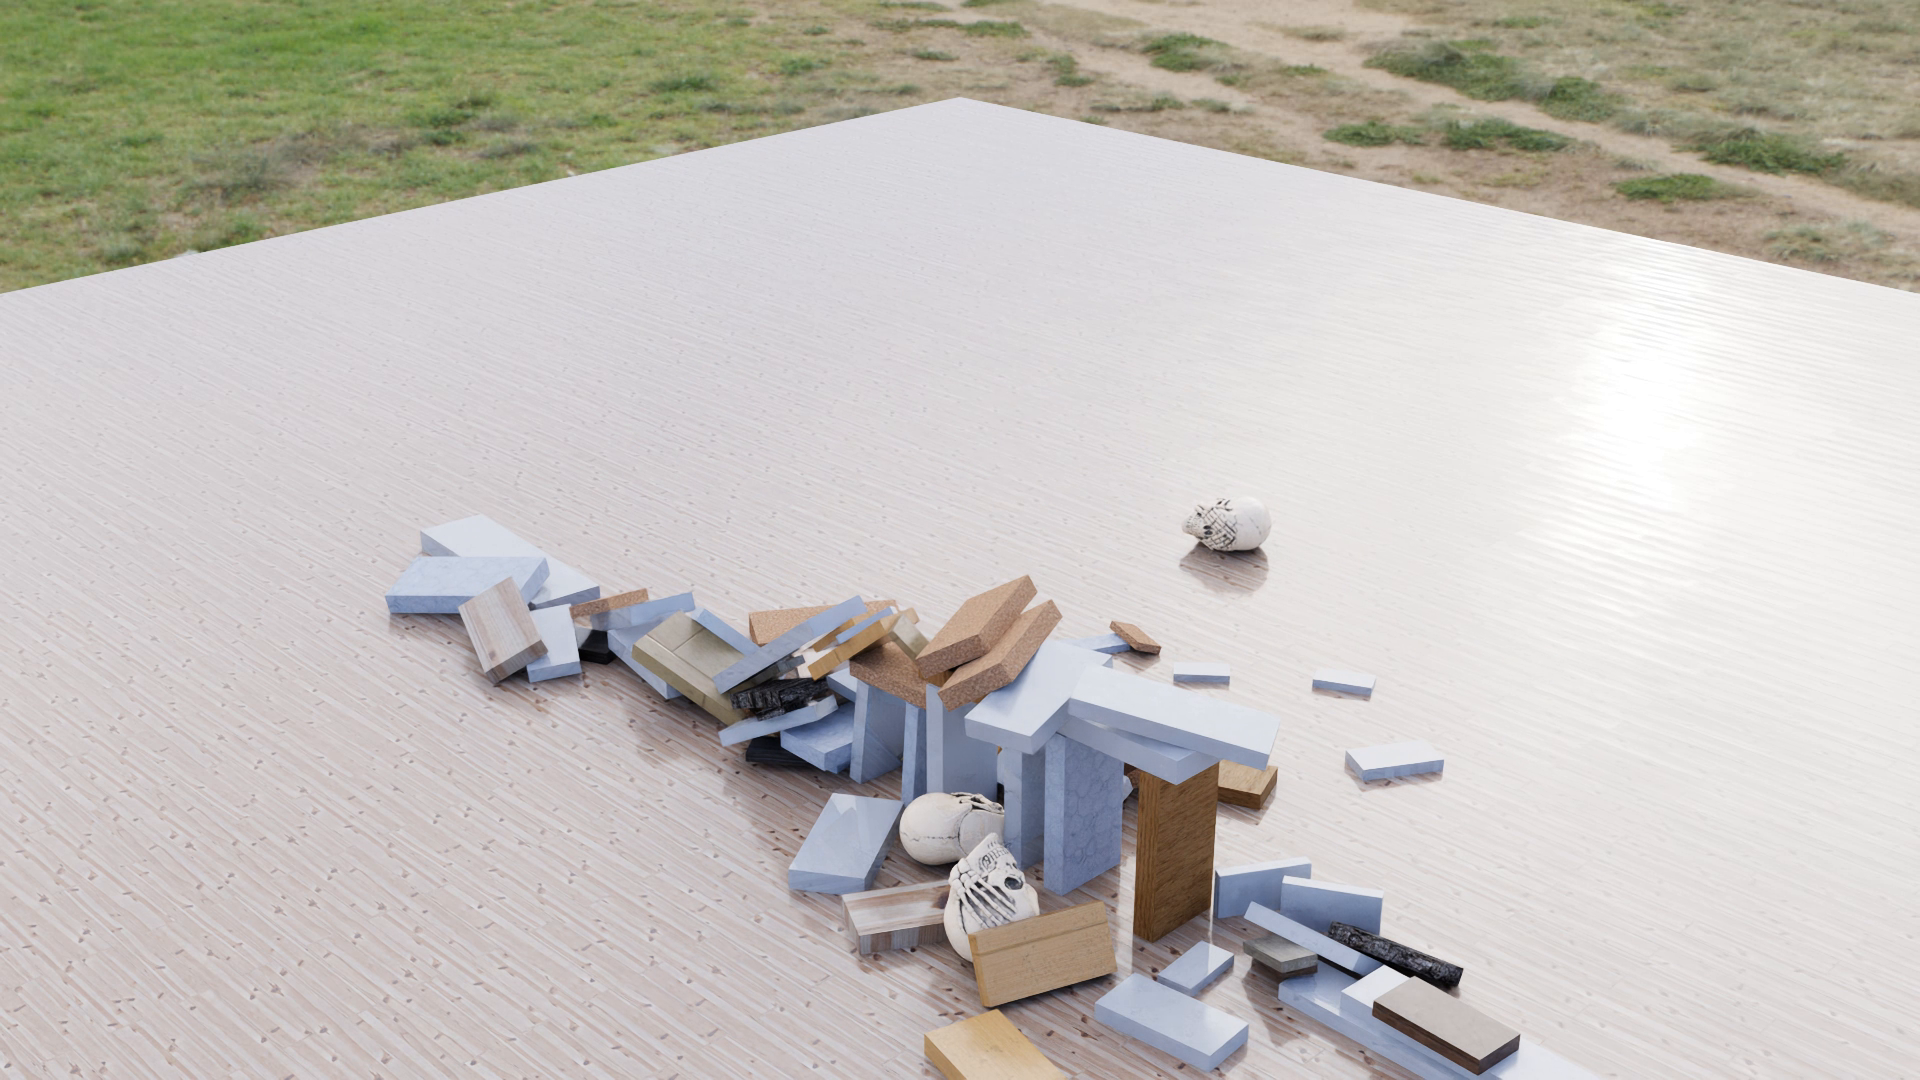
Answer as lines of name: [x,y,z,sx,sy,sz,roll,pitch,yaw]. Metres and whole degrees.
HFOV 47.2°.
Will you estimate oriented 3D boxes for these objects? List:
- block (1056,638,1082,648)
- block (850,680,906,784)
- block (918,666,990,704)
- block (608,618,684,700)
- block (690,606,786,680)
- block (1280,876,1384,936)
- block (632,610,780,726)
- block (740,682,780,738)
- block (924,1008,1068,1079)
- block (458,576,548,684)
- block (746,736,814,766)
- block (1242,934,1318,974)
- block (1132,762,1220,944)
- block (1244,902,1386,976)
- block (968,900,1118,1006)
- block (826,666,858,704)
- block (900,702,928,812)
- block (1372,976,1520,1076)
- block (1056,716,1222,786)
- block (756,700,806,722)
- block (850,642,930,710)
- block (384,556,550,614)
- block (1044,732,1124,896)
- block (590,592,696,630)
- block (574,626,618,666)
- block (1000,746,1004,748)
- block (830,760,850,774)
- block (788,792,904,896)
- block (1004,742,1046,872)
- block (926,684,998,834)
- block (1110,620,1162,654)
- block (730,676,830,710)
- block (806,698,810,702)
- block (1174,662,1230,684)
block: [0.132,0.281,4.974,0.293,0.042,0.147,-9,12,-7]
block: [-0.164,0.378,4.556,0.121,0.242,0.034,-20,38,-39]
block: [0.087,0.271,4.259,0.315,0.045,0.157,21,30,40]
block: [-0.665,0.264,5.006,0.155,0.044,0.310,-14,27,-30]
block: [-0.495,0.231,4.945,0.237,0.034,0.118,36,-7,-12]
block: [0.684,0.677,4.047,0.183,0.091,0.026,7,24,15]
block: [-0.556,0.288,4.859,0.310,0.044,0.155,33,44,18]
block: [-0.409,0.379,4.757,0.076,0.022,0.152,-25,57,-38]
block: [0.073,0.884,3.626,0.143,0.041,0.286,-13,26,-27]
block: [-1.060,0.206,5.095,0.144,0.041,0.289,-31,38,-6]
block: [-0.368,0.444,4.631,0.152,0.022,0.076,3,23,8]
block: [0.566,0.731,3.892,0.071,0.020,0.141,-8,8,-20]
block: [0.396,0.551,4.026,0.048,0.339,0.170,21,31,40]
block: [0.637,0.720,3.939,0.238,0.034,0.119,21,-6,40]
block: [0.147,0.728,3.880,0.254,0.127,0.036,-11,-3,-23]
block: [-0.199,0.309,4.685,0.202,0.029,0.101,29,39,16]
block: [-0.059,0.421,4.457,0.121,0.242,0.034,-21,36,-40]
block: [0.807,0.806,3.657,0.109,0.031,0.219,-19,29,-37]
block: [0.320,0.340,4.029,0.339,0.048,0.170,21,31,40]
block: [-0.376,0.353,4.615,0.063,0.018,0.126,-17,2,18]
block: [-0.096,0.276,4.442,0.242,0.034,0.121,21,31,40]
block: [-1.198,0.109,5.352,0.354,0.050,0.177,0,32,17]
block: [0.236,0.489,4.175,0.048,0.339,0.170,21,31,40]
block: [-0.744,0.169,5.138,0.155,0.044,0.310,-14,2,-26]
block: [-0.892,0.242,5.153,0.207,0.029,0.103,9,25,20]
block: [0.167,0.390,4.614,0.139,0.040,0.279,26,62,37]
block: [-0.295,0.450,4.673,0.152,0.022,0.076,17,28,34]
block: [-0.219,0.595,4.305,0.150,0.042,0.300,5,24,12]
block: [0.156,0.469,4.253,0.045,0.315,0.157,20,30,40]
block: [0.005,0.411,4.389,0.045,0.315,0.158,21,31,40]
block: [0.412,0.228,5.170,0.067,0.019,0.133,12,15,-30]
block: [-0.385,0.324,4.664,0.114,0.032,0.229,-17,4,-33]
block: [-0.342,0.353,4.809,0.067,0.019,0.134,-23,-4,-43]
block: [0.552,0.302,5.025,0.128,0.018,0.064,2,23,4]
